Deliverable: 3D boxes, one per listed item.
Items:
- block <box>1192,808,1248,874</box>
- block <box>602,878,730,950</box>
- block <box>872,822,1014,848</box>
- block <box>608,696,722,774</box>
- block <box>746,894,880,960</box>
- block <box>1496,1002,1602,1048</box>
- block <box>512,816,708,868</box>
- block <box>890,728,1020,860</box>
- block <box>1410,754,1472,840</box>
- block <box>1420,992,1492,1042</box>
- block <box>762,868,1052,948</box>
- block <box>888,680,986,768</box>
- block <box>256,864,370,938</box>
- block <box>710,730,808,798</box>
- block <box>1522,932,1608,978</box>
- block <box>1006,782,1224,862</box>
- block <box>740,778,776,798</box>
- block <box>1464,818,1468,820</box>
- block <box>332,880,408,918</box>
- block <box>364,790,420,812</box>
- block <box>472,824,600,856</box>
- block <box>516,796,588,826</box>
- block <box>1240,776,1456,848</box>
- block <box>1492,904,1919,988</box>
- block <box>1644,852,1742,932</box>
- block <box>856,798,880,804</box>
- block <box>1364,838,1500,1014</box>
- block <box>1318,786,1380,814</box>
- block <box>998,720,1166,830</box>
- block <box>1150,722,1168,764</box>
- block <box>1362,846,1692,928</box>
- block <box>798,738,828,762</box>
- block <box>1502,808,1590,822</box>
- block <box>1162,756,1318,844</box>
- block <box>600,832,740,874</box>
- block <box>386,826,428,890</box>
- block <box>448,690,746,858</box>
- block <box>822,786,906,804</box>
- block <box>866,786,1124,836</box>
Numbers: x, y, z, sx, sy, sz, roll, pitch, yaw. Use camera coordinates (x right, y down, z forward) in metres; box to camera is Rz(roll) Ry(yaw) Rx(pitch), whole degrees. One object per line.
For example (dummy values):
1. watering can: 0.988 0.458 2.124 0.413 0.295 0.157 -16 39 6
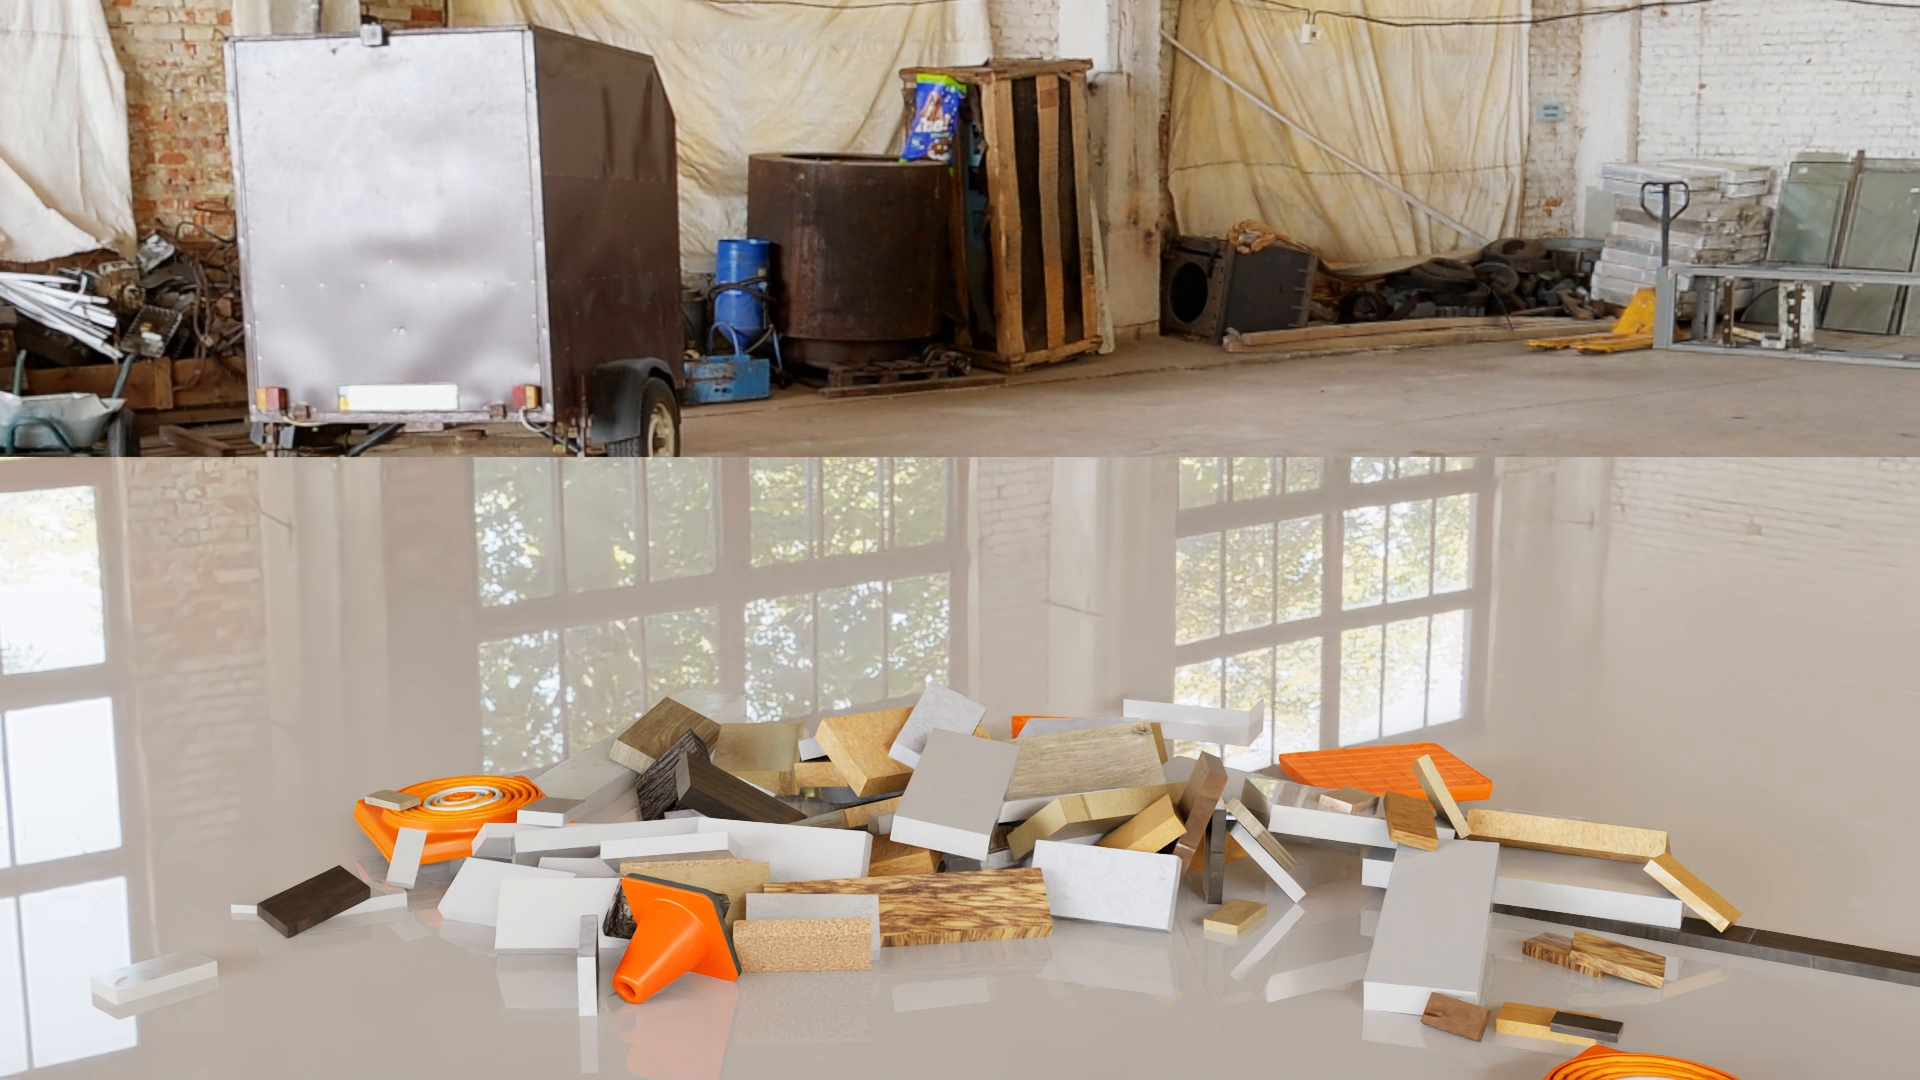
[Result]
1. block: 0.471 0.511 3.838 0.027 0.094 0.187 10 14 41
2. block: -0.450 0.575 3.371 0.176 0.088 0.025 13 20 -26
3. block: -0.044 0.522 3.838 0.255 0.036 0.127 -3 -4 -11
4. block: -0.576 0.403 4.375 0.145 0.041 0.291 27 17 5
5. block: -0.227 0.596 3.385 0.204 0.029 0.102 2 45 -6
6. block: 0.833 0.684 3.109 0.137 0.019 0.068 4 11 23
7. block: -0.594 0.523 3.739 0.323 0.036 0.127 -3 -28 -15
8. block: -0.003 0.424 3.719 0.158 0.045 0.382 12 18 6
9. block: 0.808 0.436 3.696 0.021 0.149 0.074 -26 -16 -4
10. block: 0.700 0.673 3.103 0.092 0.046 0.013 10 -23 43
11. block: -0.083 0.583 3.461 0.445 0.032 0.112 -2 46 -10
12. block: -0.039 0.347 3.999 0.115 0.033 0.230 27 30 4
13. block: -1.039 0.581 3.538 0.080 0.023 0.159 26 32 30
14. block: -0.405 0.439 4.353 0.163 0.046 0.327 1 11 5
15. block: 0.940 0.635 3.371 0.068 0.019 0.137 -9 14 -40
16. block: 0.267 0.477 3.757 0.349 0.046 0.163 -2 -28 -36
17. block: -0.397 0.492 3.888 0.077 0.022 0.154 23 45 12
18. block: 0.854 0.528 3.961 0.058 0.016 0.182 8 13 36
19. block: -0.997 0.589 3.610 0.159 0.023 0.080 -5 12 -26
20. block: -0.992 0.455 3.844 0.091 0.013 0.045 6 14 35
21. block: -0.668 0.513 3.760 0.313 0.025 0.088 4 -30 -27
22. block: -0.699 0.466 3.775 0.077 0.022 0.181 4 1 3
23. block: 0.650 0.464 3.698 0.320 0.045 0.160 9 9 -11
24. block: 1.144 0.617 3.467 0.700 0.021 0.075 6 12 29
25. block: 1.157 0.555 3.469 0.149 0.021 0.075 41 24 27
26. block: -0.170 0.466 4.246 0.119 0.034 0.239 -5 11 -23
27. block: 0.730 0.586 3.376 0.159 0.045 0.488 2 19 17
28. block: 0.652 0.435 3.681 0.058 0.016 0.115 16 10 32
29. block: 0.211 0.428 3.979 0.319 0.159 0.045 -6 -21 -22
30. block: 0.330 0.430 4.273 0.139 0.039 0.278 2 21 -1
31. block: 0.931 0.555 3.617 0.505 0.045 0.160 5 11 23
32. block: -0.236 0.397 4.164 0.127 0.036 0.254 -12 -10 -4
33. block: 1.026 0.518 3.855 0.148 0.074 0.021 4 11 23
34. block: 0.516 0.470 4.018 0.367 0.039 0.139 10 21 37
35. block: -0.463 0.501 3.525 0.204 0.029 0.102 -5 -21 4
36. block: -0.922 0.530 3.664 0.045 0.013 0.108 12 45 -9
37. block: -0.683 0.444 4.342 0.145 0.041 1.037 3 11 16
38. block: -0.129 0.455 4.069 0.230 0.033 0.115 -5 -3 -22
39. block: 0.063 0.470 3.817 0.436 0.034 0.119 -5 -3 -12
